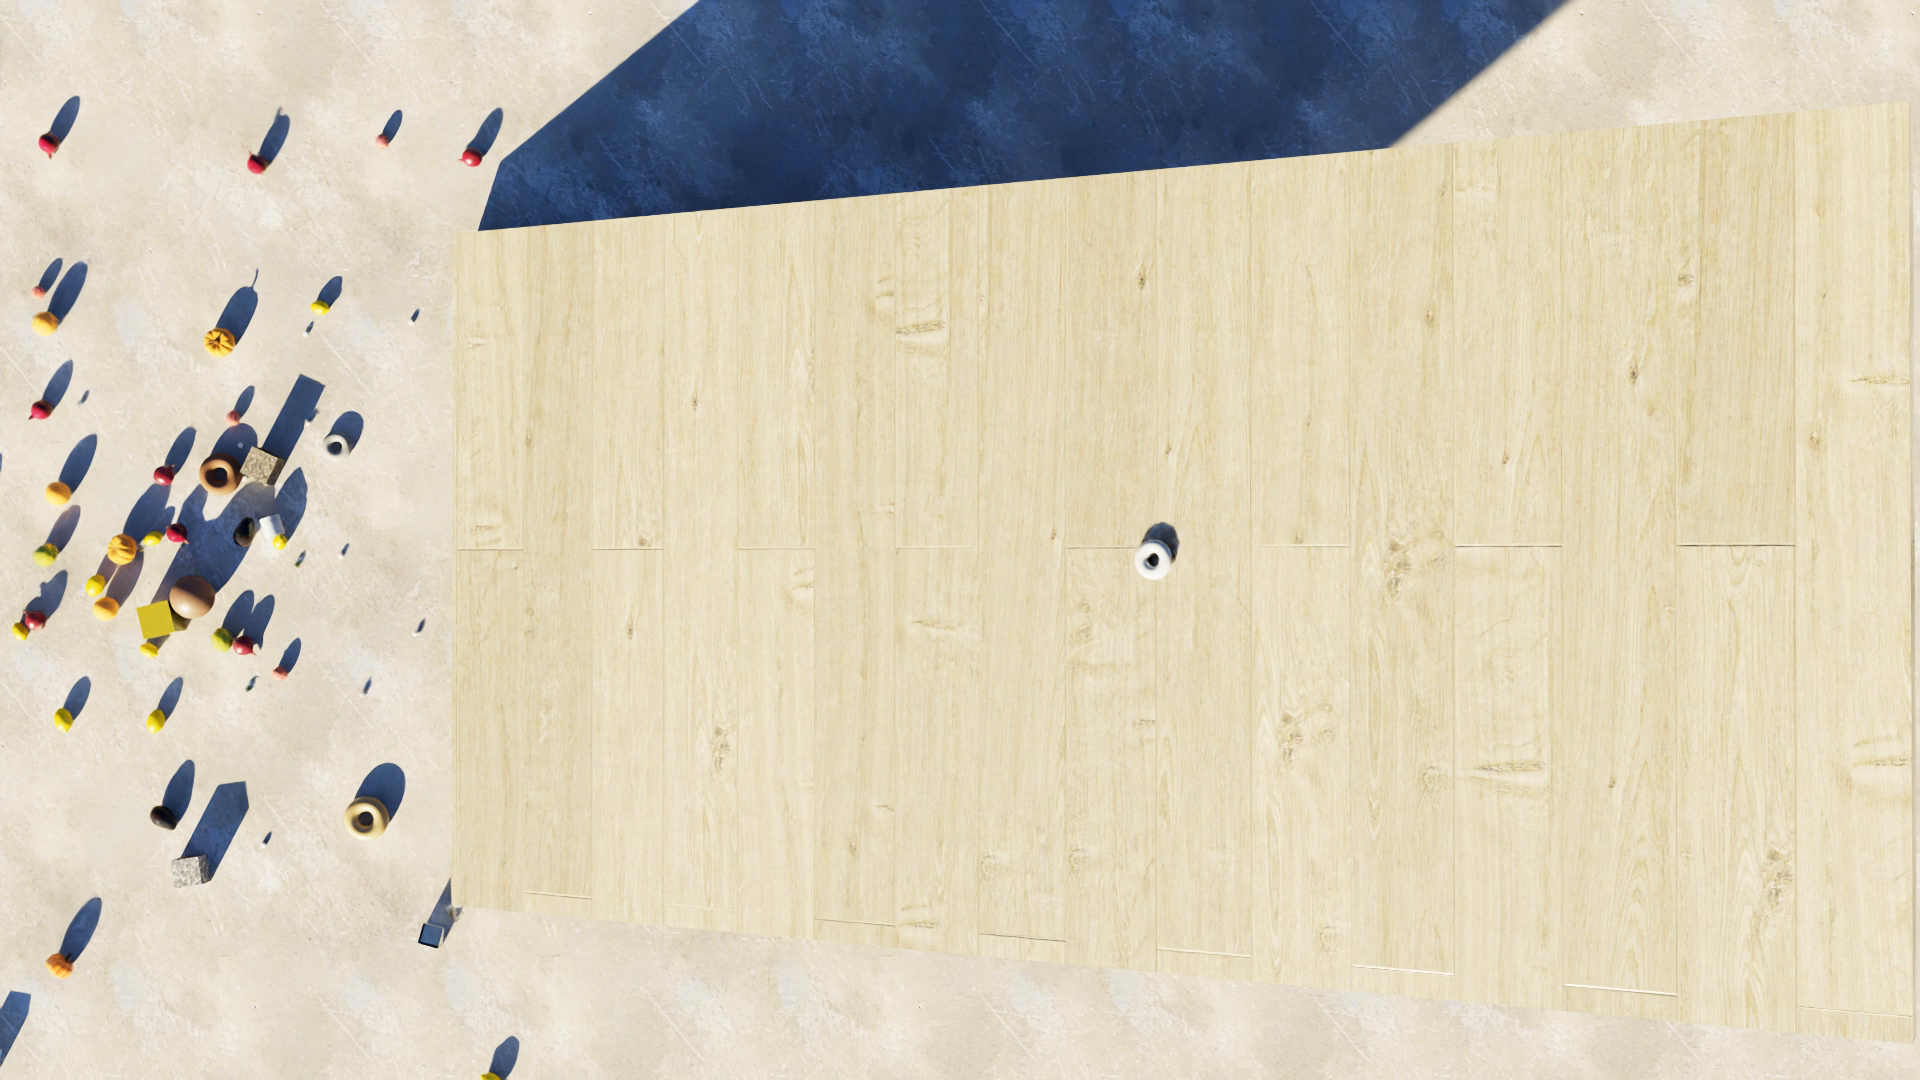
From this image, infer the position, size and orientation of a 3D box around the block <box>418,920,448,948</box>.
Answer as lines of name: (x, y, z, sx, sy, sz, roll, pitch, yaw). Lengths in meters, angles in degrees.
block: (-1.580, 1.182, 6.593, 0.063, 0.063, 0.063, 15, 89, 0)

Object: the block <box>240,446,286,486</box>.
block: (-2.090, -0.222, 6.596, 0.086, 0.086, 0.086, 25, 89, 0)

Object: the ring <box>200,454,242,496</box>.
ring: (-2.225, -0.198, 6.618, 0.128, 0.043, 0.128, 0, 90, -1)

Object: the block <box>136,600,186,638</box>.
block: (-2.392, 0.237, 6.586, 0.096, 0.096, 0.096, -14, 89, 0)

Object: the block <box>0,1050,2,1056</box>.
block: (-2.922, 1.564, 6.588, 0.065, 0.065, 0.065, 9, 89, 0)

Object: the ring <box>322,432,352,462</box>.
ring: (-1.876, -0.282, 6.624, 0.092, 0.031, 0.092, 0, 88, 0)

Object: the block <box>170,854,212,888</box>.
block: (-2.303, 0.991, 6.585, 0.083, 0.083, 0.083, -8, 89, 0)

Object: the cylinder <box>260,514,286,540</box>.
cylinder: (-2.066, -0.040, 6.608, 0.059, 0.059, 0.059, -20, 87, 0)

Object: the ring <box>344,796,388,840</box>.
ring: (-1.783, 0.837, 6.606, 0.135, 0.045, 0.135, 0, 91, 0)

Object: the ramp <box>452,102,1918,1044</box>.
ramp: (0.276, 0.077, 5.650, 4.000, 0.100, 2.000, 0, 89, 28)

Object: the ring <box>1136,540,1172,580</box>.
ring: (0.482, 0.048, 5.465, 0.100, 0.033, 0.100, -1, 88, 29)
